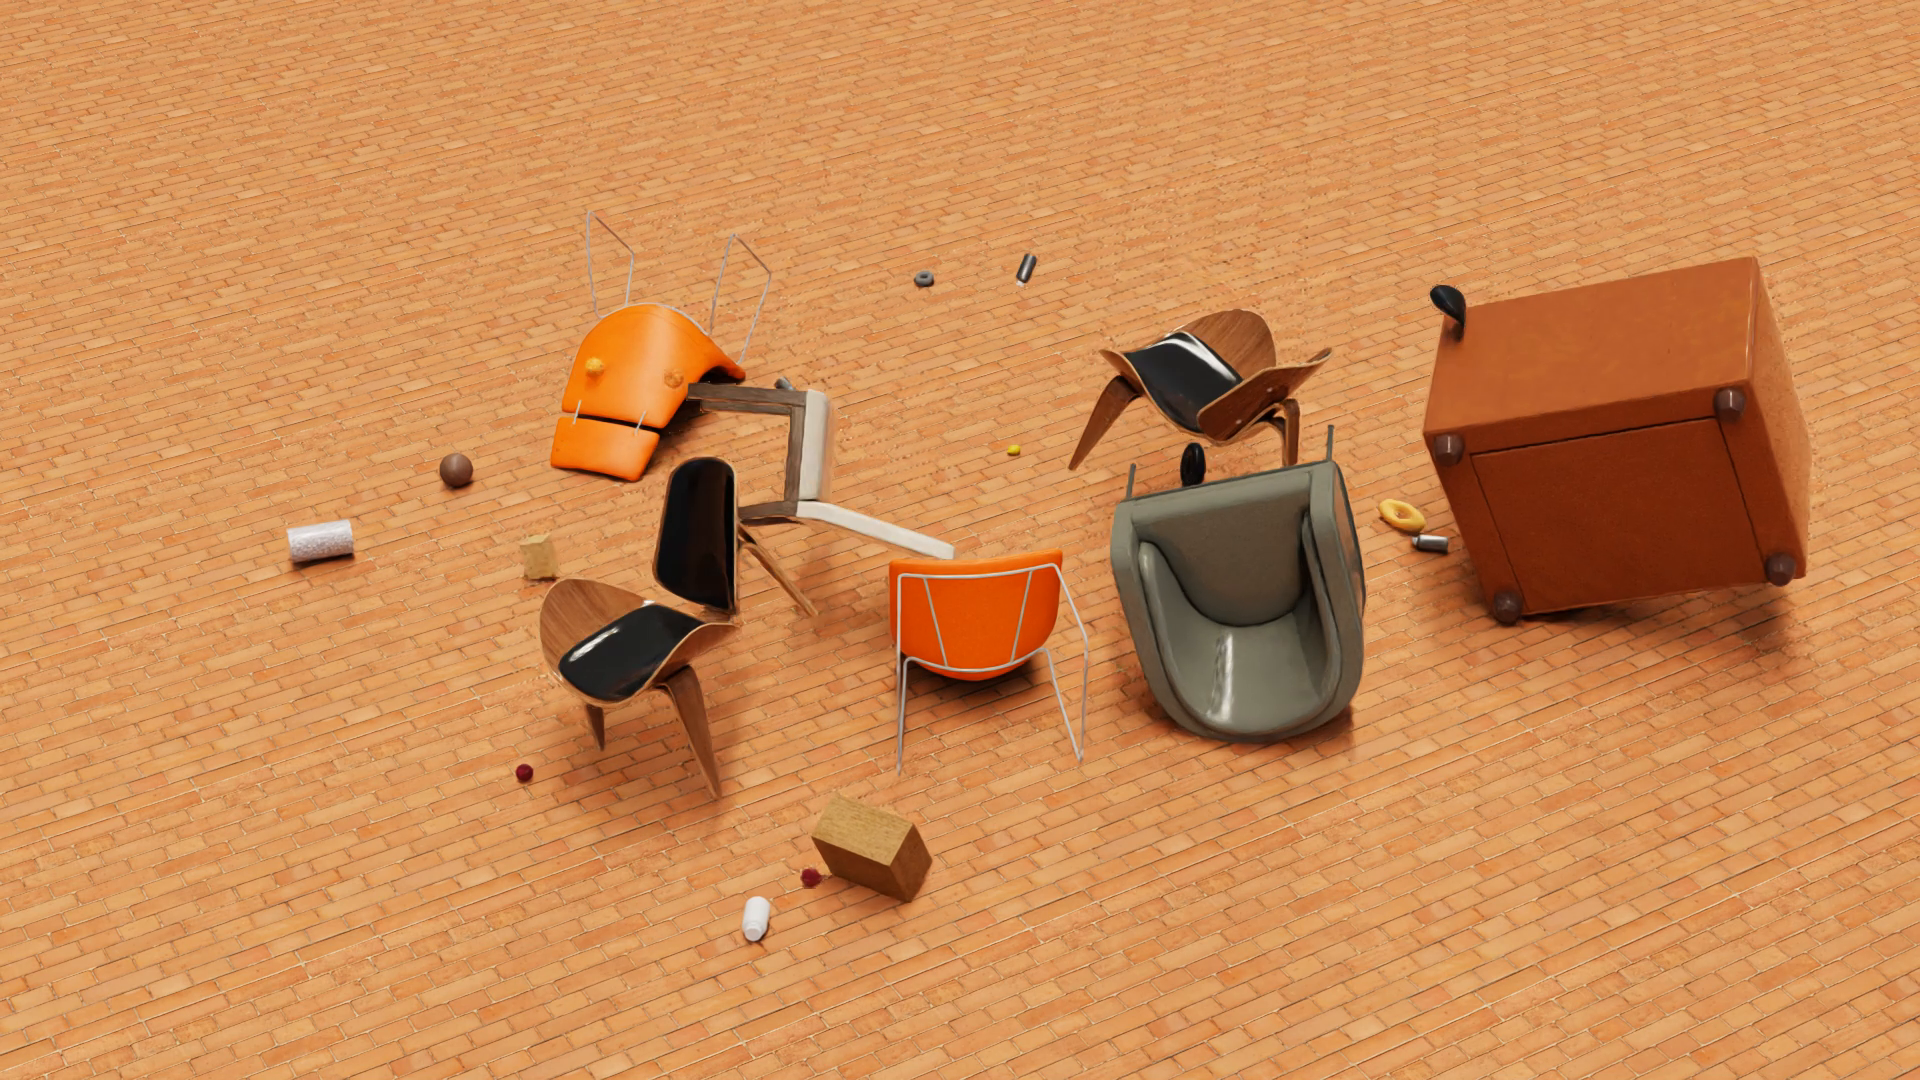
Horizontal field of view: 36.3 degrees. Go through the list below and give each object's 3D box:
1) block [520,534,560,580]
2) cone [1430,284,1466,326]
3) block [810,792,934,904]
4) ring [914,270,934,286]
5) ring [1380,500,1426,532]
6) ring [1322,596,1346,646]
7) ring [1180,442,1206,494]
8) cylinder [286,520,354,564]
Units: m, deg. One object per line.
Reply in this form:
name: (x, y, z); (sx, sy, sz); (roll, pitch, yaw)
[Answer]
block: (-1.536, 0.060, 10.701); (0.093, 0.134, 0.088); (-9, 19, 13)
cone: (1.747, -0.797, 10.302); (0.206, 0.096, 0.144); (31, 26, -43)
block: (-0.276, 0.968, 9.198); (0.289, 0.261, 0.162); (18, 63, 25)
ring: (-0.155, -1.124, 12.618); (0.083, 0.037, 0.107); (9, 34, 15)
ring: (1.660, -0.092, 11.005); (0.213, 0.057, 0.095); (29, 80, 37)
ring: (1.323, 0.286, 10.355); (0.053, 0.171, 0.200); (4, 32, 21)
ring: (0.892, -0.277, 11.230); (0.056, 0.125, 0.217); (16, 60, -25)
cylinder: (-2.357, 0.004, 10.805); (0.225, 0.127, 0.169); (-10, -5, -15)
